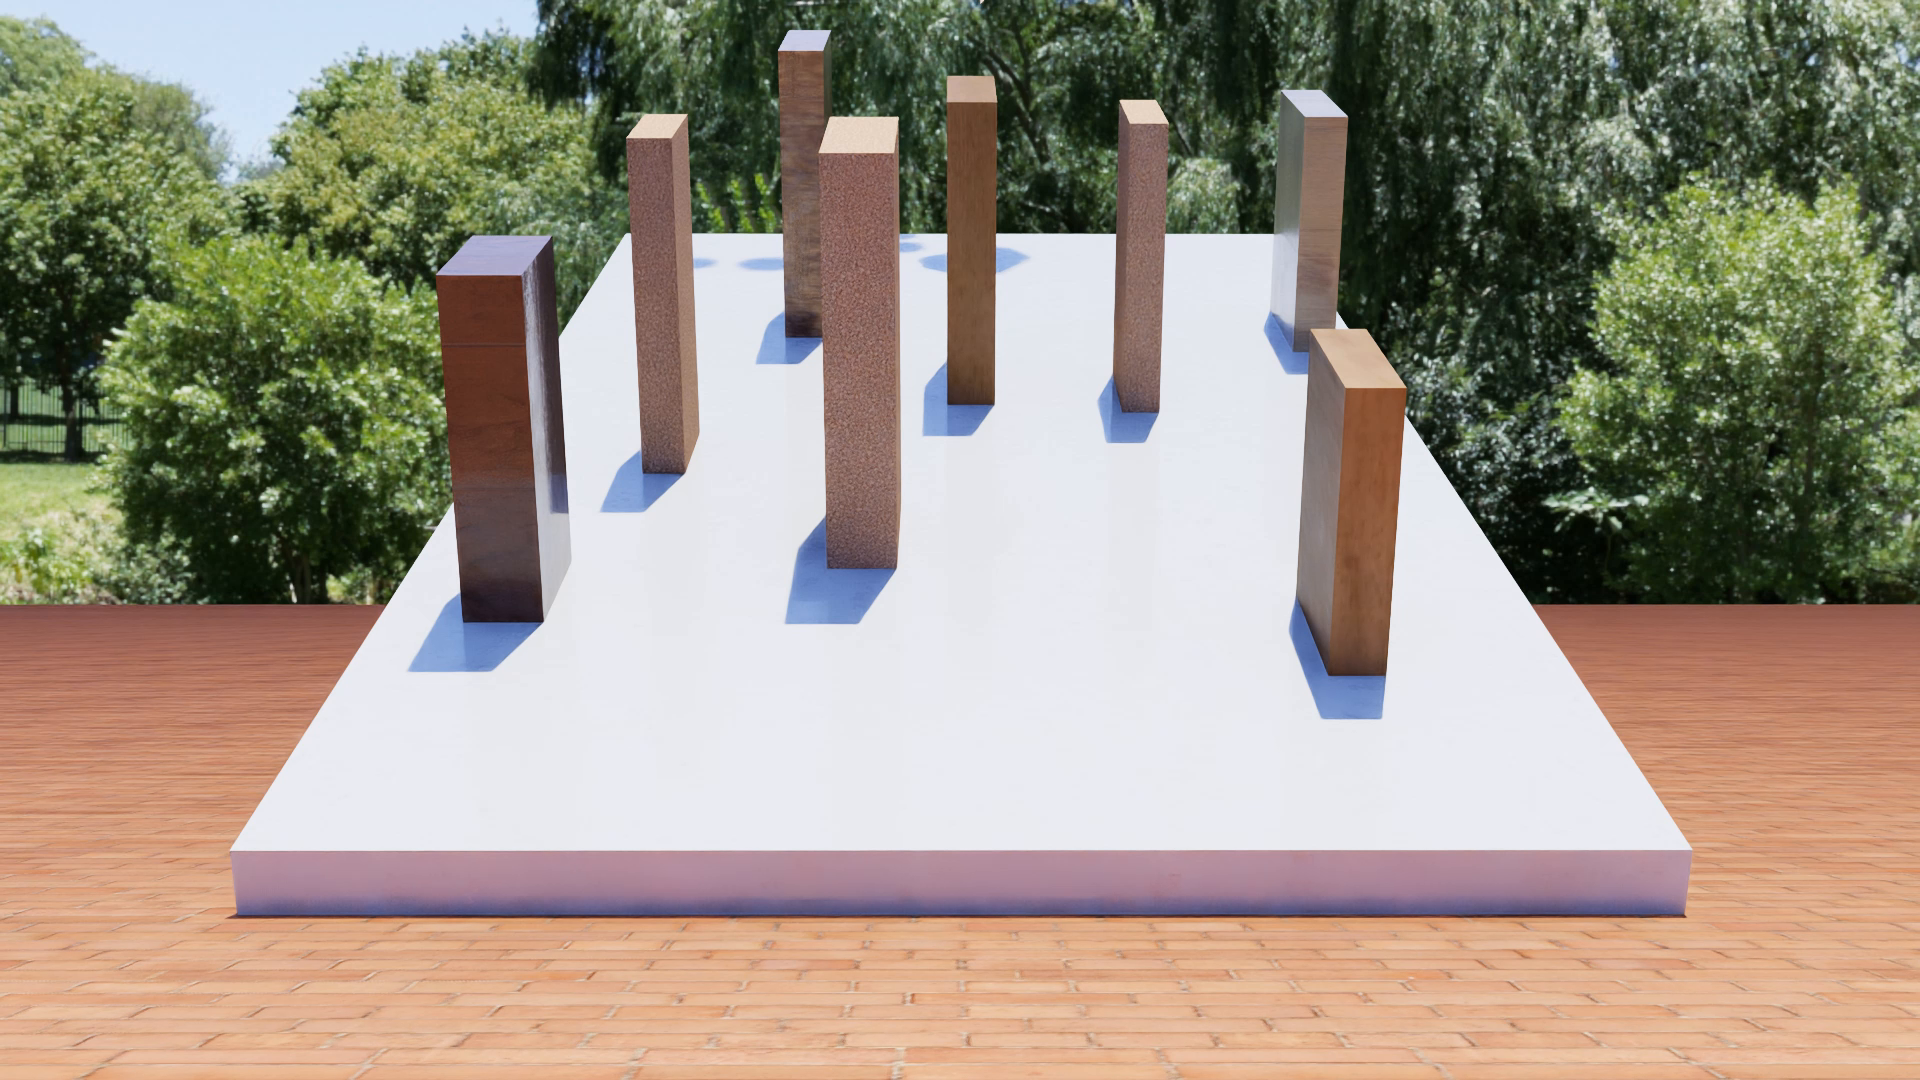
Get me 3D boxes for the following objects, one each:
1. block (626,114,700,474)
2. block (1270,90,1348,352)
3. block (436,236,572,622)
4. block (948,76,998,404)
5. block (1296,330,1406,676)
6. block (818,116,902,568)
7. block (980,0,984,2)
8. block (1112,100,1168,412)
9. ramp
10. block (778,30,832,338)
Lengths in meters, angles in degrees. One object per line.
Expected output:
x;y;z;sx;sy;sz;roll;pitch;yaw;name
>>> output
-0.609;-0.509;4.670;0.088;0.689;0.287;0;20;0;block
0.869;-0.805;5.667;0.102;0.576;0.424;0;20;0;block
-0.782;-0.196;3.917;0.139;0.607;0.303;0;20;0;block
0.025;-0.694;5.199;0.108;0.681;0.394;0;20;0;block
0.643;-0.069;3.755;0.095;0.483;0.365;0;20;0;block
-0.179;-0.369;4.178;0.128;0.759;0.382;0;20;0;block
0.106;-1.672;6.438;0.174;0.174;0.174;-27;15;37;block
0.405;-0.645;5.116;0.083;0.646;0.326;0;20;0;block
-0.005;-0.205;4.992;2.000;0.100;4.000;0;20;0;ramp
-0.386;-0.910;5.755;0.108;0.711;0.392;0;20;0;block
